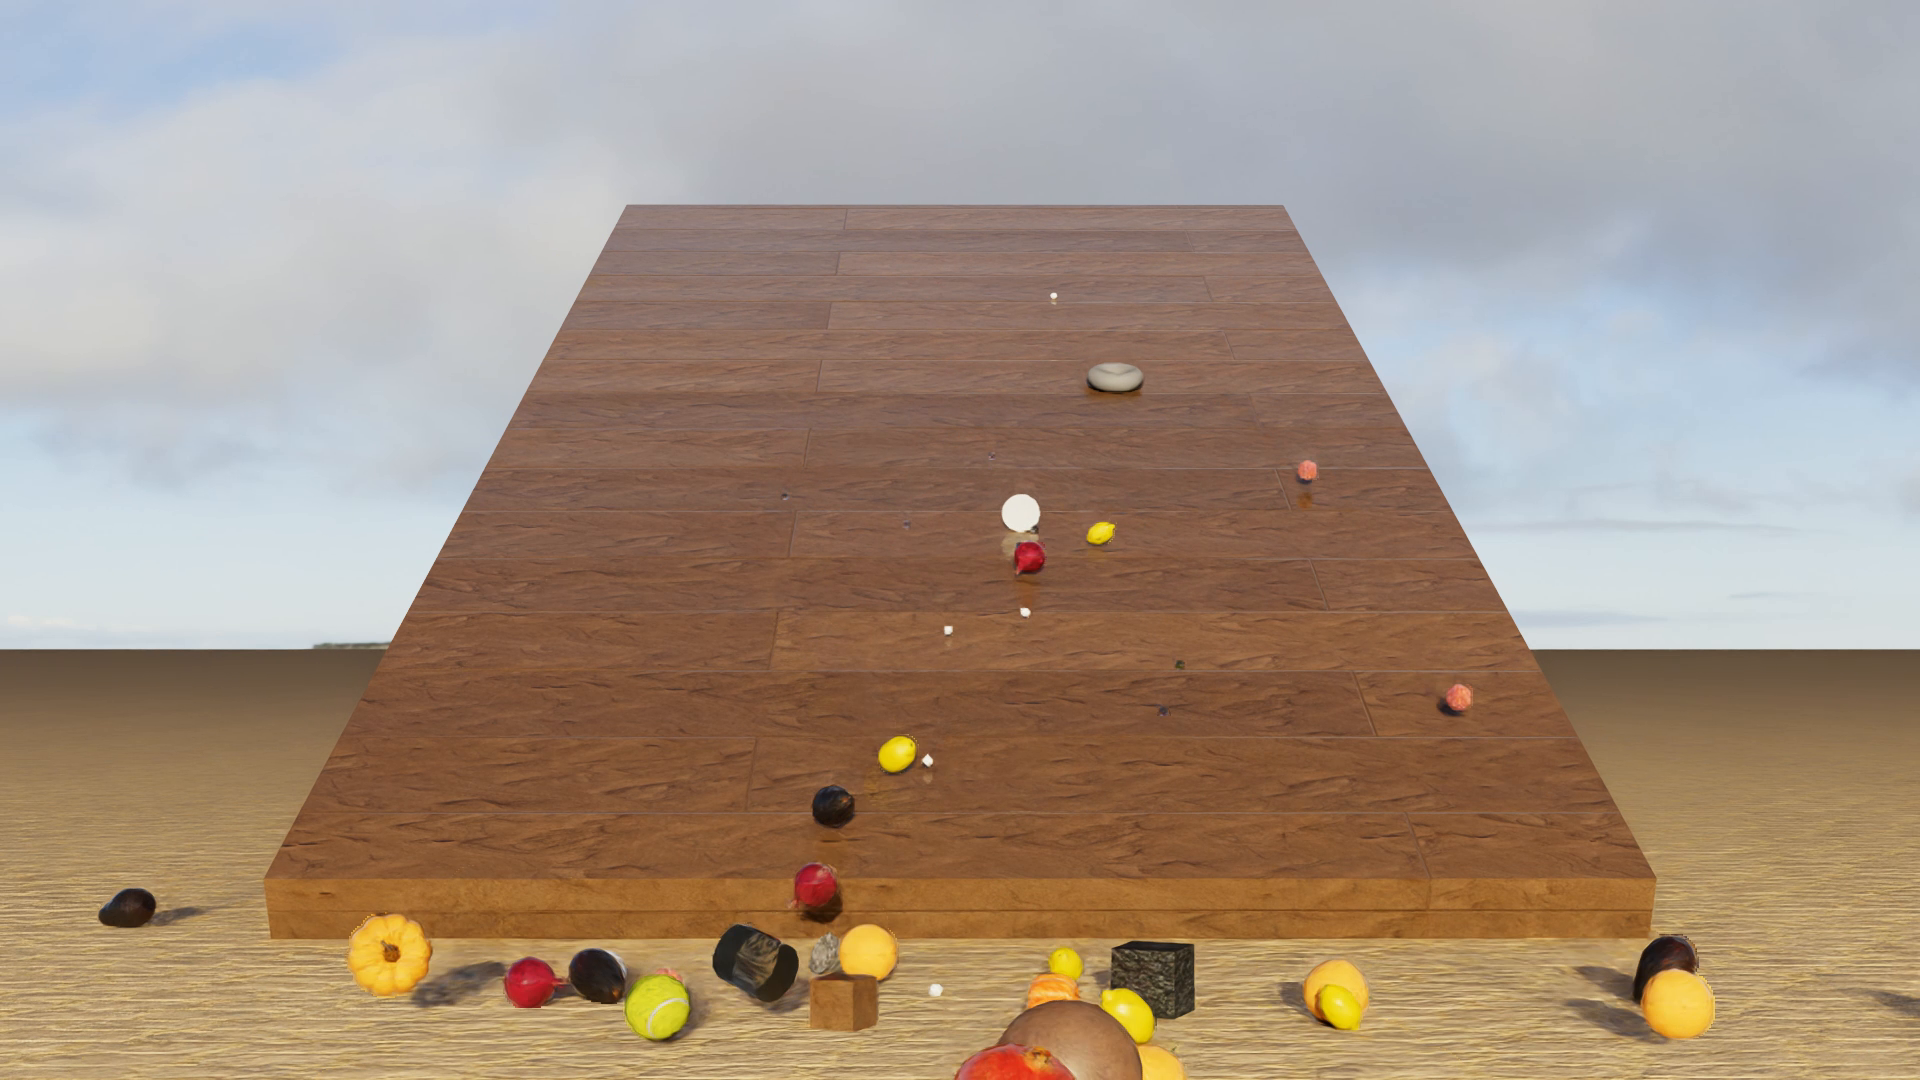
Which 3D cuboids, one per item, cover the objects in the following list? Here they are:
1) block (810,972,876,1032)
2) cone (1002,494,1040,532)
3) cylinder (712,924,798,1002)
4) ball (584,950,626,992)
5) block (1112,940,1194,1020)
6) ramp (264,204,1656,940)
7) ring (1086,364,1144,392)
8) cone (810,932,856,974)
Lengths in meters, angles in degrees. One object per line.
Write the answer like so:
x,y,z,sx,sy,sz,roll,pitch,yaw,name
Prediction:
-0.130,0.517,2.571,0.055,0.055,0.055,-1,-3,26,block
0.123,-0.050,4.573,0.075,0.075,0.075,0,-5,4,cone
-0.220,0.456,2.478,0.065,0.065,0.065,18,10,40,cylinder
-0.435,0.529,2.818,0.052,0.052,0.052,0,-3,0,ball
0.225,0.511,2.673,0.076,0.076,0.076,-1,-3,23,block
-0.007,-0.222,5.170,2.000,0.100,4.000,0,22,0,ramp
0.362,-0.379,5.369,0.133,0.044,0.133,1,21,0,ring
-0.157,0.551,3.003,0.057,0.057,0.057,32,-19,-28,cone
